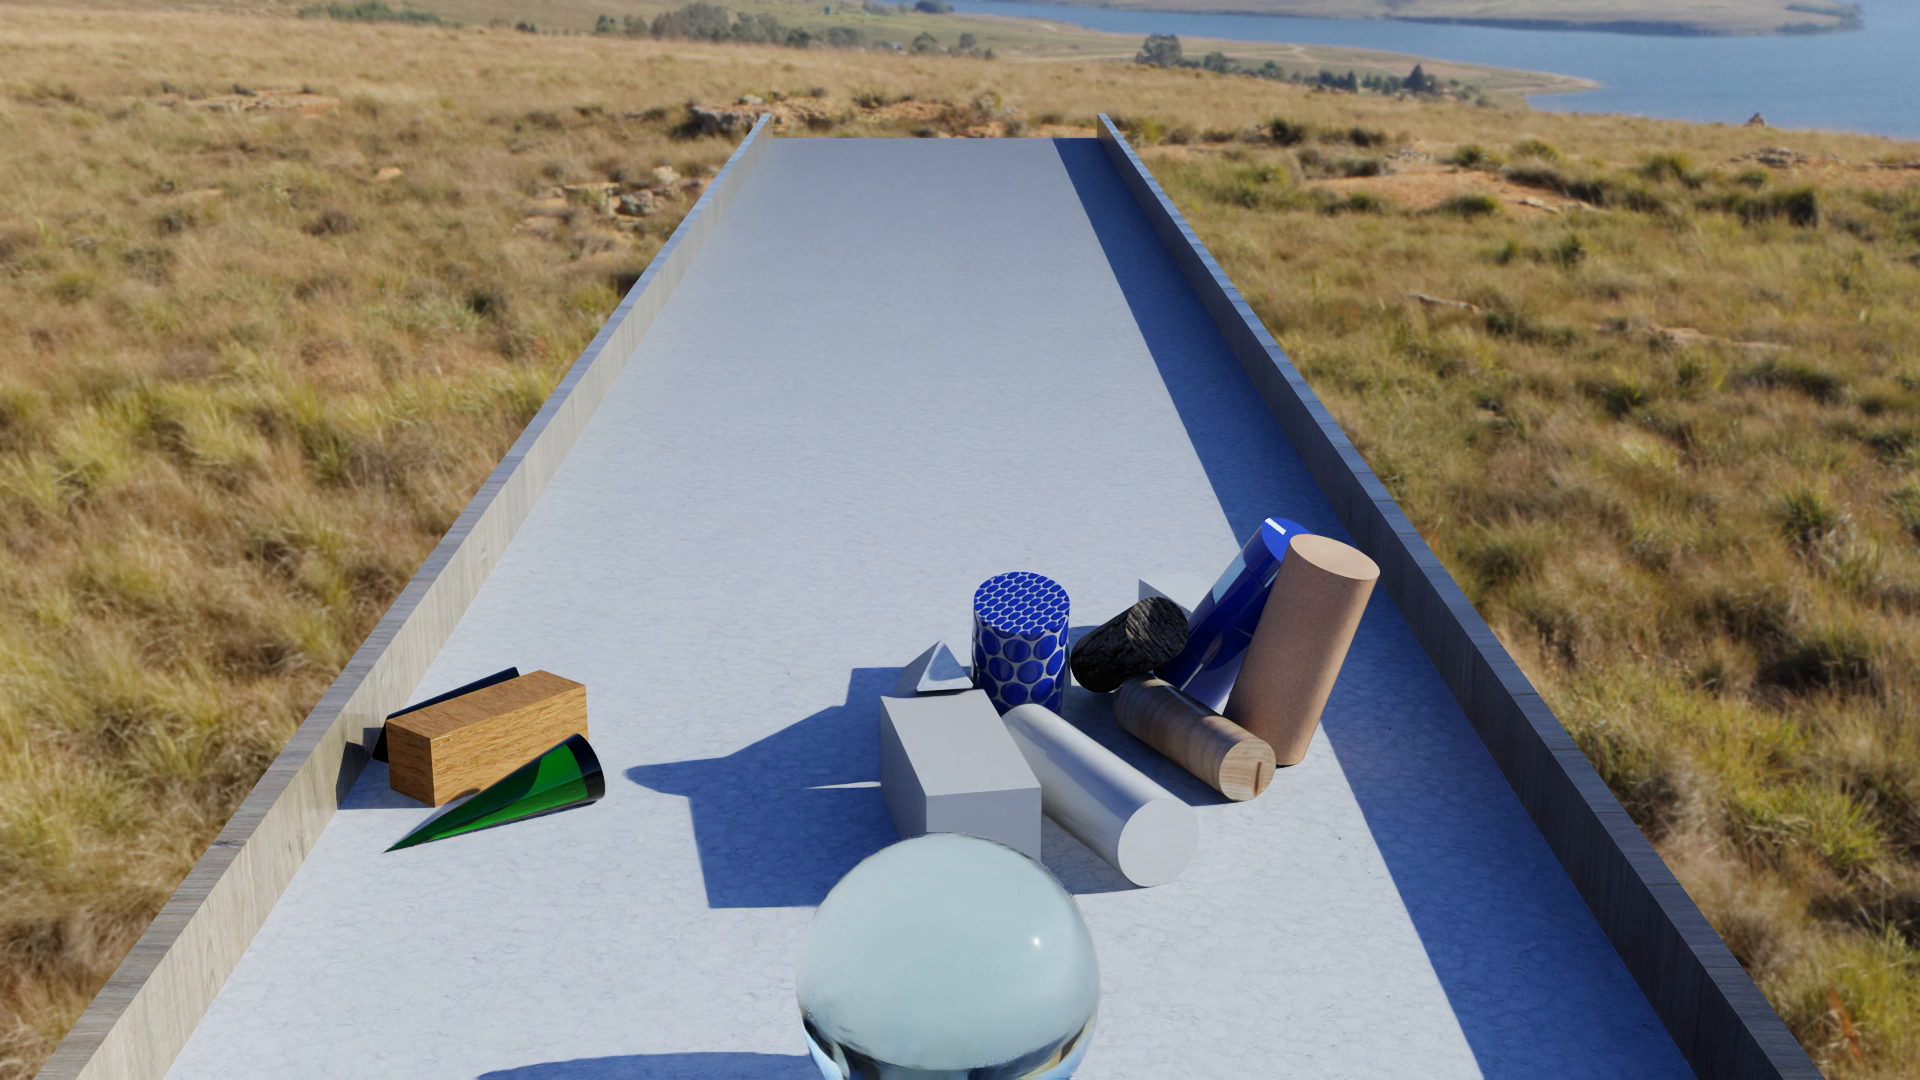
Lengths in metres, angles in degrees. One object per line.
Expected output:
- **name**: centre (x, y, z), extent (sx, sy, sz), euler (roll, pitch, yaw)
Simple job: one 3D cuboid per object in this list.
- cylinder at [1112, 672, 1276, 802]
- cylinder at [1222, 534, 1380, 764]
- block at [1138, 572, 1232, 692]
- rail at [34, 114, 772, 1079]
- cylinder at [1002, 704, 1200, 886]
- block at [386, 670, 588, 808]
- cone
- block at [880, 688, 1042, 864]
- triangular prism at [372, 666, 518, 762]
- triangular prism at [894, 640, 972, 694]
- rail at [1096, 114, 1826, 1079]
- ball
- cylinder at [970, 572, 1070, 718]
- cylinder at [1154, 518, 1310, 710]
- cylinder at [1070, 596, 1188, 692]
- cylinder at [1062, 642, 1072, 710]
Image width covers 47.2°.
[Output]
- **cylinder**: centre (0.408, 0.343, 3.875), extent (0.114, 0.114, 0.360), euler (-8, 18, -25)
- **cylinder**: centre (0.593, 0.193, 3.864), extent (0.163, 0.375, 0.163), euler (15, 22, -7)
- **block**: centre (0.500, 0.183, 4.411), extent (0.114, 0.114, 0.415), euler (-6, 18, -21)
- **rail**: centre (-1.118, -0.838, 7.780), extent (0.050, 0.150, 12.000), euler (0, 17, -1)
- **cylinder**: centre (0.209, 0.409, 3.592), extent (0.147, 0.147, 0.450), euler (-8, 18, -25)
- **block**: centre (-0.823, 0.343, 3.851), extent (0.126, 0.126, 0.336), euler (14, 21, 38)
- **cone**: centre (-0.781, 0.444, 3.630), extent (0.376, 0.121, 0.121), euler (-22, 26, -31)
- **block**: centre (-0.006, 0.404, 3.555), extent (0.178, 0.178, 0.437), euler (-3, 17, -11)
- **triangular prism**: centre (-0.917, 0.316, 3.996), extent (0.105, 0.091, 0.305), euler (11, 20, 33)
- **triangular prism**: centre (-0.063, 0.244, 3.934), extent (0.095, 0.082, 0.444), euler (-3, -8, -9)
- **rail**: centre (0.932, -0.844, 7.801), extent (0.050, 0.150, 12.000), euler (0, 17, -1)
- **ball**: centre (-0.015, 0.551, 2.715), extent (0.375, 0.375, 0.375), euler (0, 17, 0)
- **cylinder**: centre (0.101, 0.227, 3.854), extent (0.165, 0.308, 0.165), euler (1, 38, -1)
- **cylinder**: centre (0.517, 0.142, 4.059), extent (0.149, 0.379, 0.149), euler (21, 37, -17)
- **cylinder**: centre (0.311, 0.198, 4.084), extent (0.118, 0.118, 0.347), euler (-5, -12, -15)
- **cylinder**: centre (0.122, 0.218, 4.194), extent (0.172, 0.172, 0.345), euler (0, 17, 1)
